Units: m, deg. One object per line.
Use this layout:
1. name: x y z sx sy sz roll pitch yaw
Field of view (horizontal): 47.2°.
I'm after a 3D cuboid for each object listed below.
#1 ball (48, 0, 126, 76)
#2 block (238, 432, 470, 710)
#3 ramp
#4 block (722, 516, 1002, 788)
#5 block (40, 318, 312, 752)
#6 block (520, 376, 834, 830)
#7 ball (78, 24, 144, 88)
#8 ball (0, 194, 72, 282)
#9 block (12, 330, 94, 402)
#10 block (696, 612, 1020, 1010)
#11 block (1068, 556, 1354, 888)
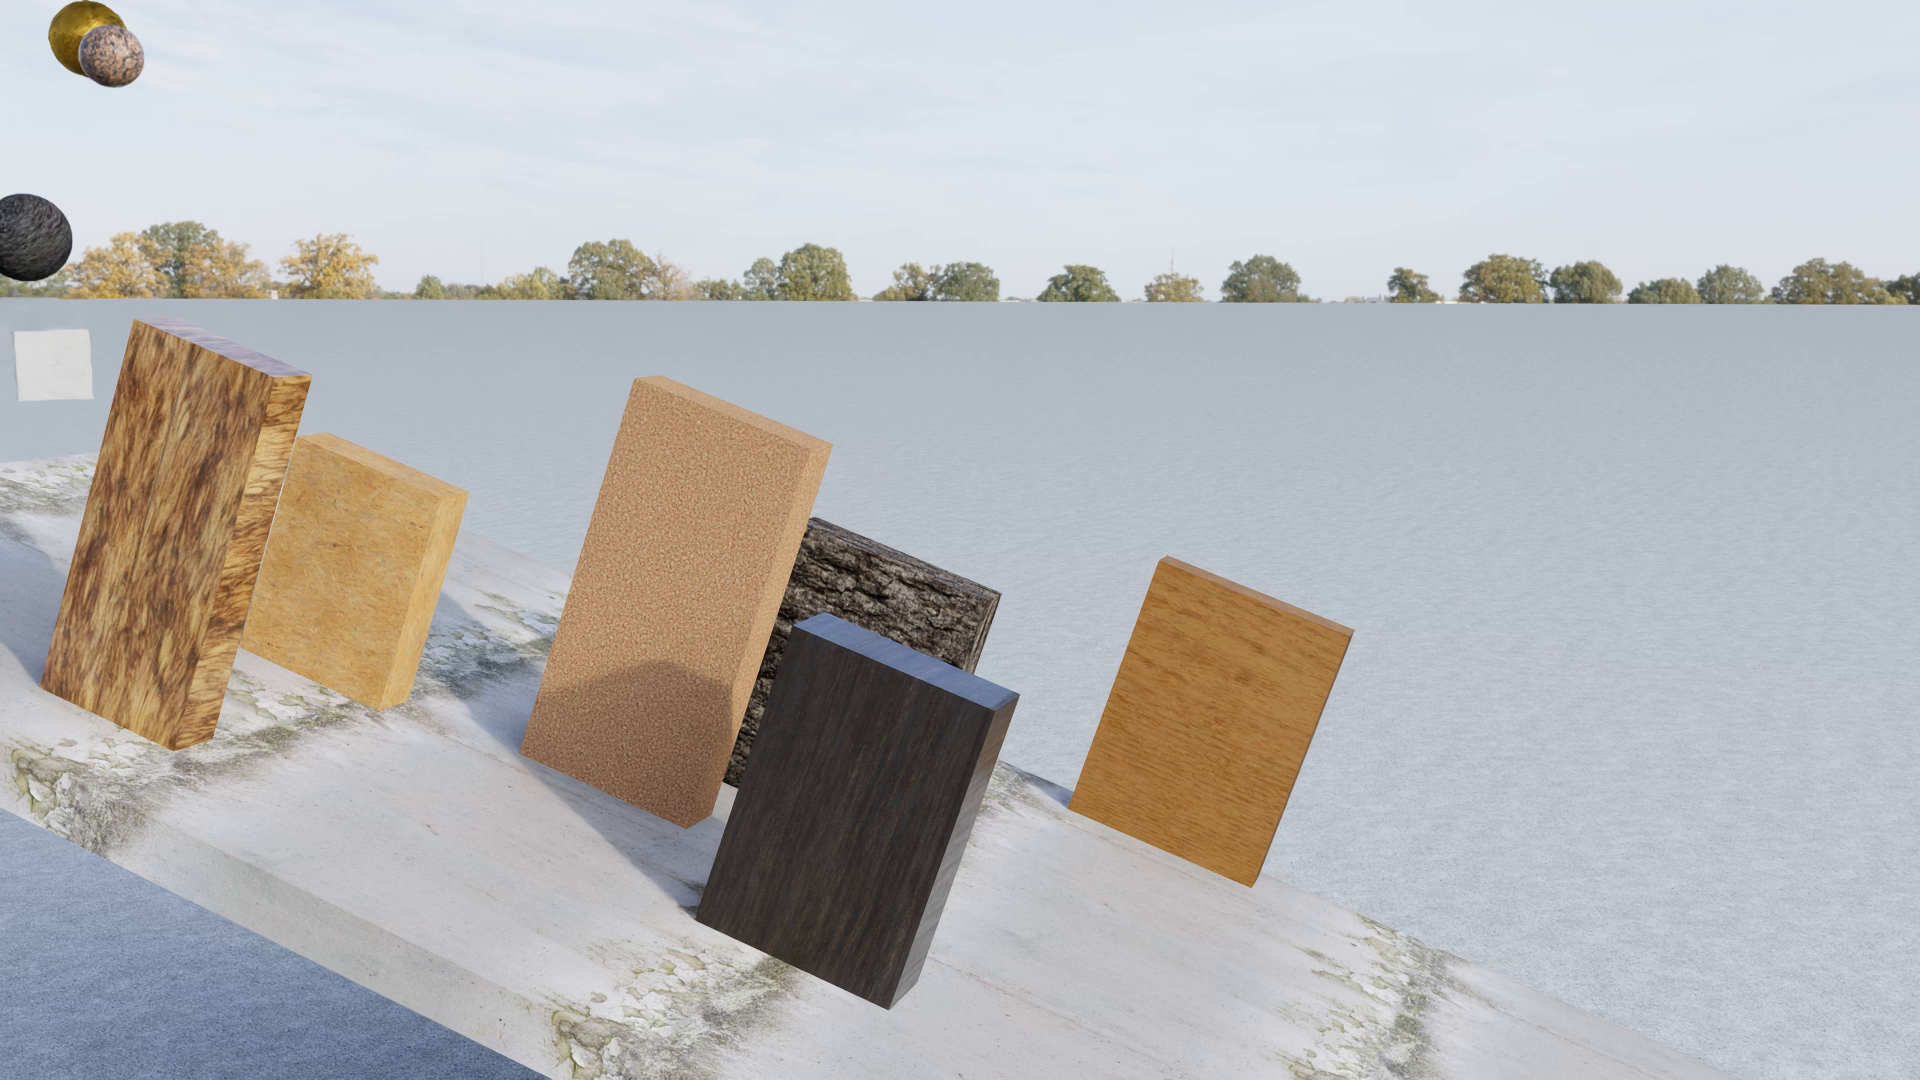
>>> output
1. ball: -1.767 -1.016 4.460 0.152 0.152 0.152 0 7 0
2. block: -1.155 0.058 4.187 0.320 0.434 0.105 22 12 14
3. ramp: -0.338 0.623 4.214 4.000 0.100 2.000 22 12 14
4. block: -0.207 0.288 4.339 0.412 0.549 0.110 22 12 14
5. block: -1.318 -0.011 3.688 0.279 0.665 0.106 22 12 14
6. block: -0.535 0.115 4.107 0.365 0.758 0.115 22 12 14
7. ball: -1.643 -0.937 4.259 0.120 0.120 0.120 0 7 0
8. ball: -1.836 -0.595 4.323 0.172 0.172 0.172 0 7 0
9. block: -1.889 -0.365 4.575 0.142 0.142 0.142 -4 6 -25
10. block: -0.174 0.450 3.689 0.367 0.545 0.150 22 12 14
11. block: 0.551 0.400 4.868 0.443 0.606 0.090 22 12 14
